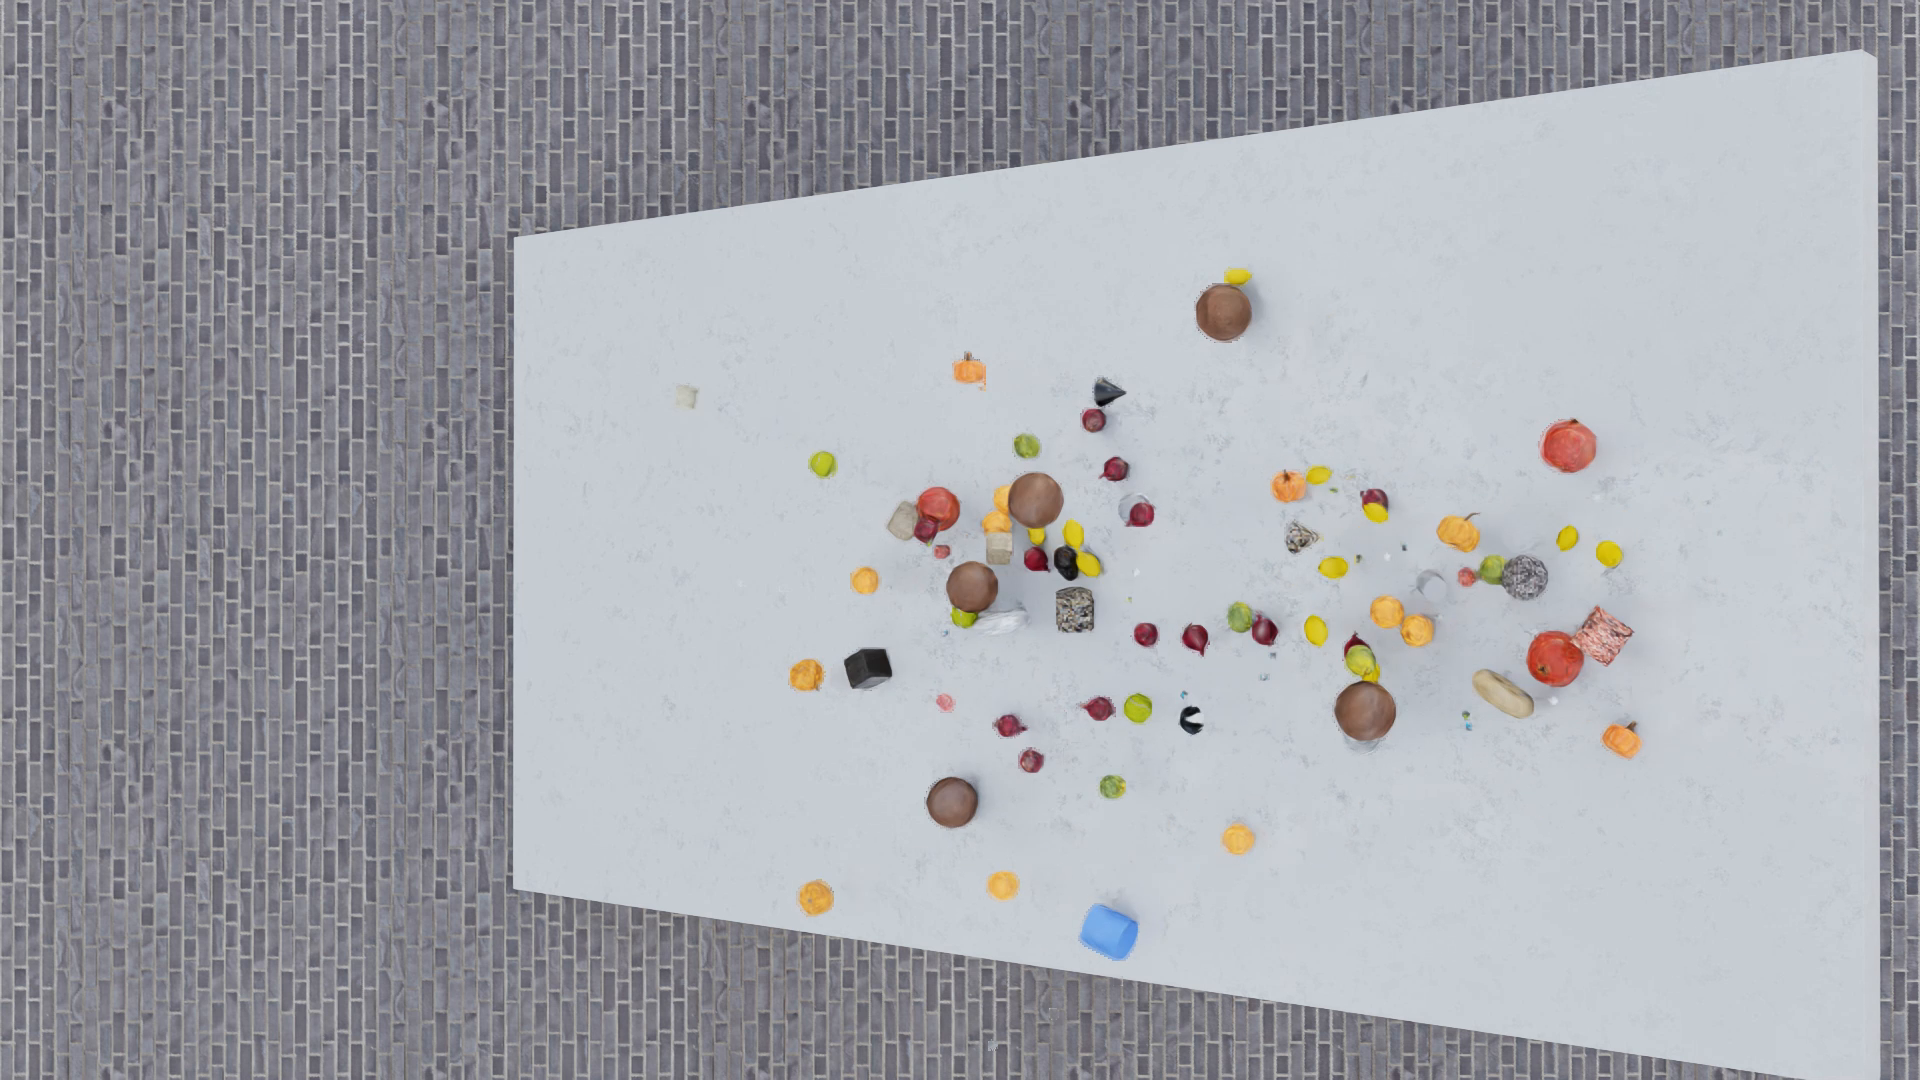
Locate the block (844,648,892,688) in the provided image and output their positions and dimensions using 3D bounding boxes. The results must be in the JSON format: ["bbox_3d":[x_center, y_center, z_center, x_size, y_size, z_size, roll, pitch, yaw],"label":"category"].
[{"bbox_3d":[-0.242,0.337,5.778,0.081,0.081,0.081,-32,68,40],"label":"block"}]

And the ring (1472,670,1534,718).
[{"bbox_3d":[1.141,0.323,4.623,0.145,0.145,0.048,31,103,0],"label":"ring"}]

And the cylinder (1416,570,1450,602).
[{"bbox_3d":[1.022,0.100,4.759,0.057,0.057,0.057,-1,106,-5],"label":"cylinder"}]

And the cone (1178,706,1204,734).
[{"bbox_3d":[0.531,0.427,5.190,0.067,0.067,0.067,3,82,-24],"label":"cone"}]

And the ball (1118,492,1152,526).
[{"bbox_3d":[0.418,-0.073,5.252,0.081,0.081,0.081,0,90,0],"label":"ball"}]

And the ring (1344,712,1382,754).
[{"bbox_3d":[0.895,0.430,4.894,0.095,0.032,0.095,-1,88,43],"label":"ring"}]

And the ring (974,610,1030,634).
[{"bbox_3d":[0.105,0.204,5.453,0.140,0.140,0.047,-10,92,0],"label":"ring"}]

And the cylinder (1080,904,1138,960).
[{"bbox_3d":[0.358,0.940,5.274,0.099,0.099,0.099,23,90,30],"label":"cylinder"}]

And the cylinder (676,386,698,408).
[{"bbox_3d":[-0.774,-0.405,6.222,0.054,0.054,0.054,13,103,0],"label":"cylinder"}]

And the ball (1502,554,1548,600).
[{"bbox_3d":[1.185,0.079,4.617,0.095,0.095,0.095,0,90,0],"label":"ball"}]

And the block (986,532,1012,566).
[{"bbox_3d":[0.096,0.022,5.454,0.058,0.058,0.058,2,47,-4],"label":"block"}]

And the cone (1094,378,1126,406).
[{"bbox_3d":[0.372,-0.355,5.301,0.072,0.072,0.072,5,90,34],"label":"cone"}]

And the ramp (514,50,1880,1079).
[{"bbox_3d":[0.216,0.062,5.531,4.000,0.100,2.000,0,90,39],"label":"ramp"}]

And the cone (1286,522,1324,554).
[{"bbox_3d":[0.768,-0.005,4.845,0.073,0.073,0.073,-3,90,35],"label":"cone"}]
